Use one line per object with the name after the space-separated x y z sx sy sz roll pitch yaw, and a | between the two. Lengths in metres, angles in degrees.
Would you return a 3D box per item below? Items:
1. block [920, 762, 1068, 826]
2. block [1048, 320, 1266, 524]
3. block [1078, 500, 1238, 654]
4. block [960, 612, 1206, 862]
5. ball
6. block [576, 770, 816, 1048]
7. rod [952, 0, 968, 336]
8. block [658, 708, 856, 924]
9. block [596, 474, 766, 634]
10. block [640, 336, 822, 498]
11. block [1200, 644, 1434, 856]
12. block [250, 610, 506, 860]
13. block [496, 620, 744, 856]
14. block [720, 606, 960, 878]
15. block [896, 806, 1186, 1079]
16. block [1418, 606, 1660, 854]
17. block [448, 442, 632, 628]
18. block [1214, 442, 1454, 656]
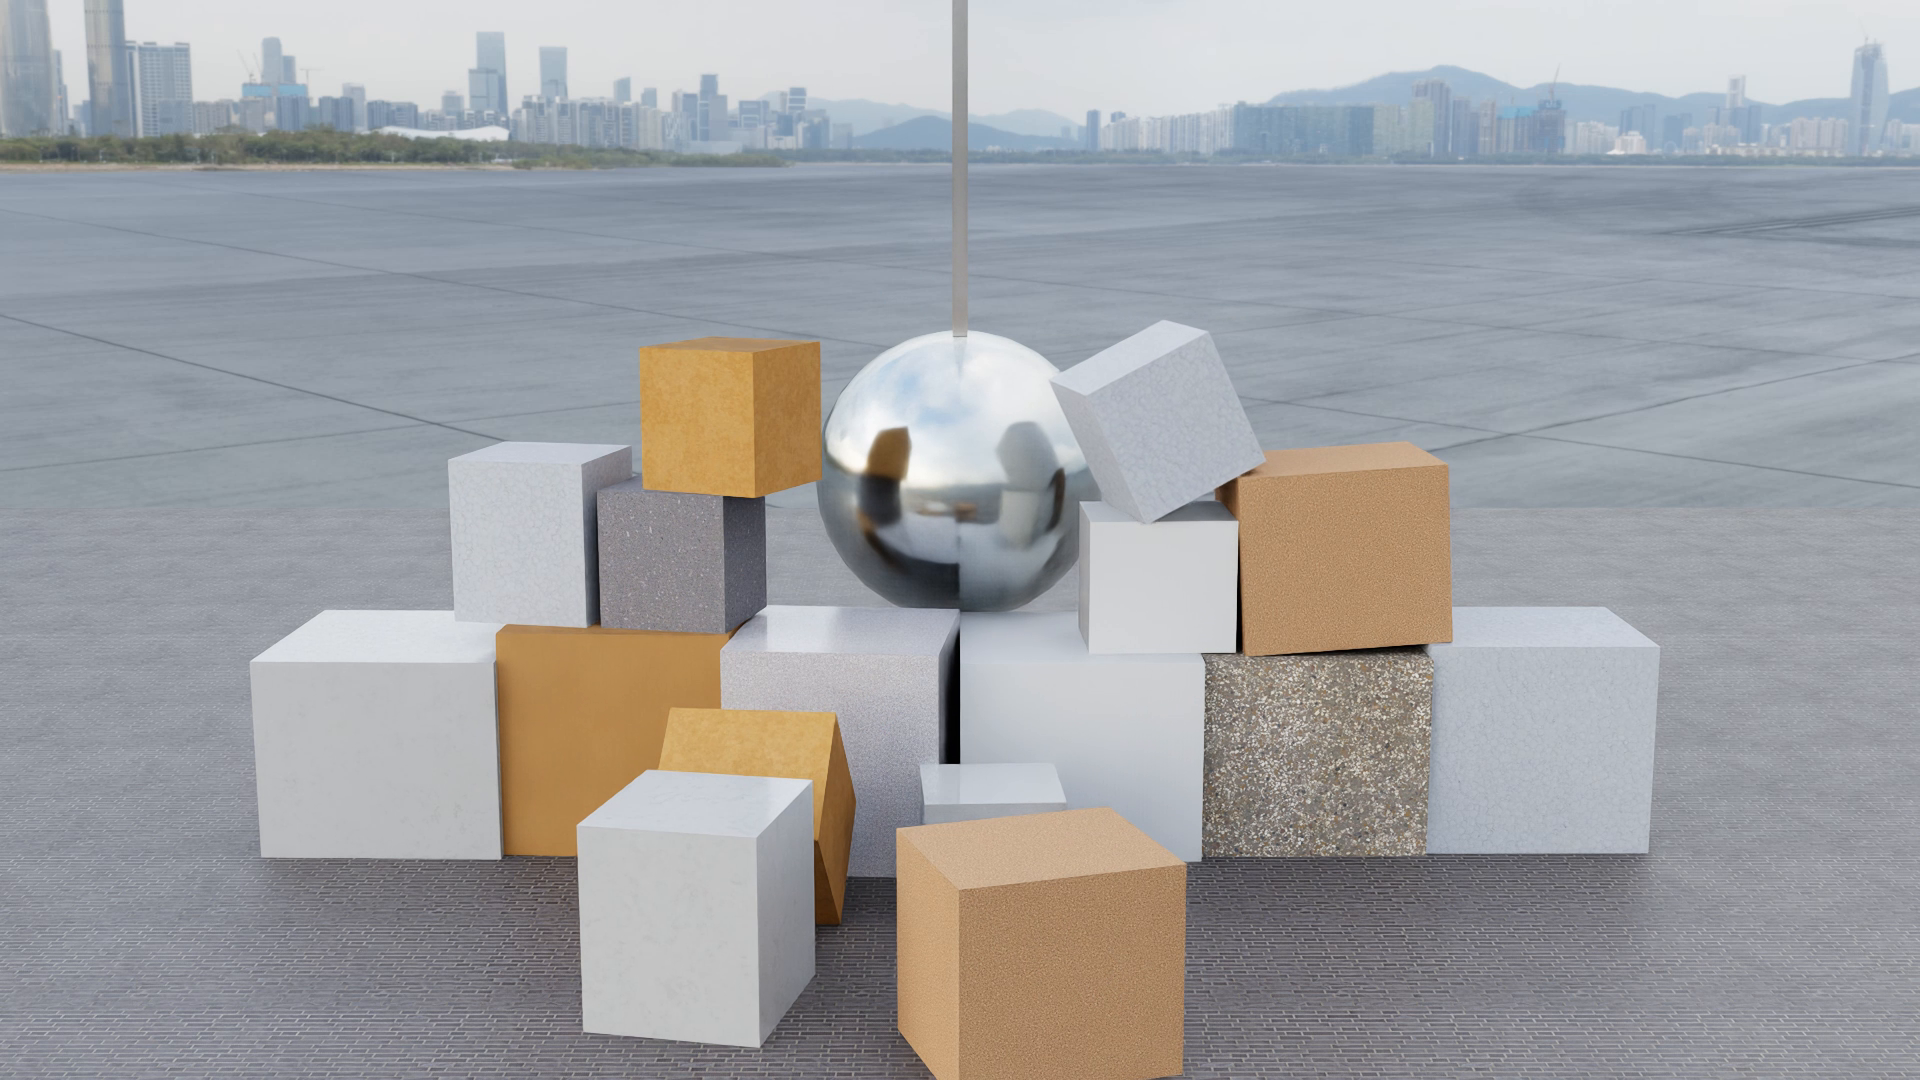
0.144 1.406 10.231 0.640 0.573 0.643 -1 10 -3 | block
0.972 -0.600 10.955 0.675 0.709 0.728 -28 15 -6 | block
0.991 0.179 11.120 0.727 0.660 0.618 0 10 -2 | block
0.594 0.986 11.335 1.188 1.004 1.186 0 10 0 | block
0.000 -0.356 12.125 1.600 1.600 1.600 0 10 0 | ball
-1.060 1.485 9.001 0.734 0.858 0.795 2 11 12 | block
0.000 -3.554 10.972 0.080 5.200 0.080 0 20 0 | rod
-0.917 1.246 9.894 0.749 0.779 0.643 1 53 7 | block
-1.387 0.053 11.062 0.647 0.683 0.661 2 11 13 | block
-1.130 -0.622 10.915 0.640 0.698 0.658 5 11 25 | block
1.752 0.986 11.361 1.117 0.996 1.073 0 10 -1 | block
-2.855 0.979 11.391 1.194 0.998 1.195 0 10 1 | block
-1.671 0.923 11.339 1.147 1.128 1.063 1 10 3 | block
-0.572 0.987 11.052 1.047 1.105 1.047 1 10 5 | block
0.299 1.584 8.515 0.900 0.836 0.765 -3 11 -18 | block
2.874 0.960 11.336 1.118 1.056 0.937 0 10 0 | block
-2.116 -0.042 11.205 0.700 0.817 0.690 2 11 12 | block
1.880 0.028 11.183 1.025 0.886 0.852 -4 10 -1 | block
